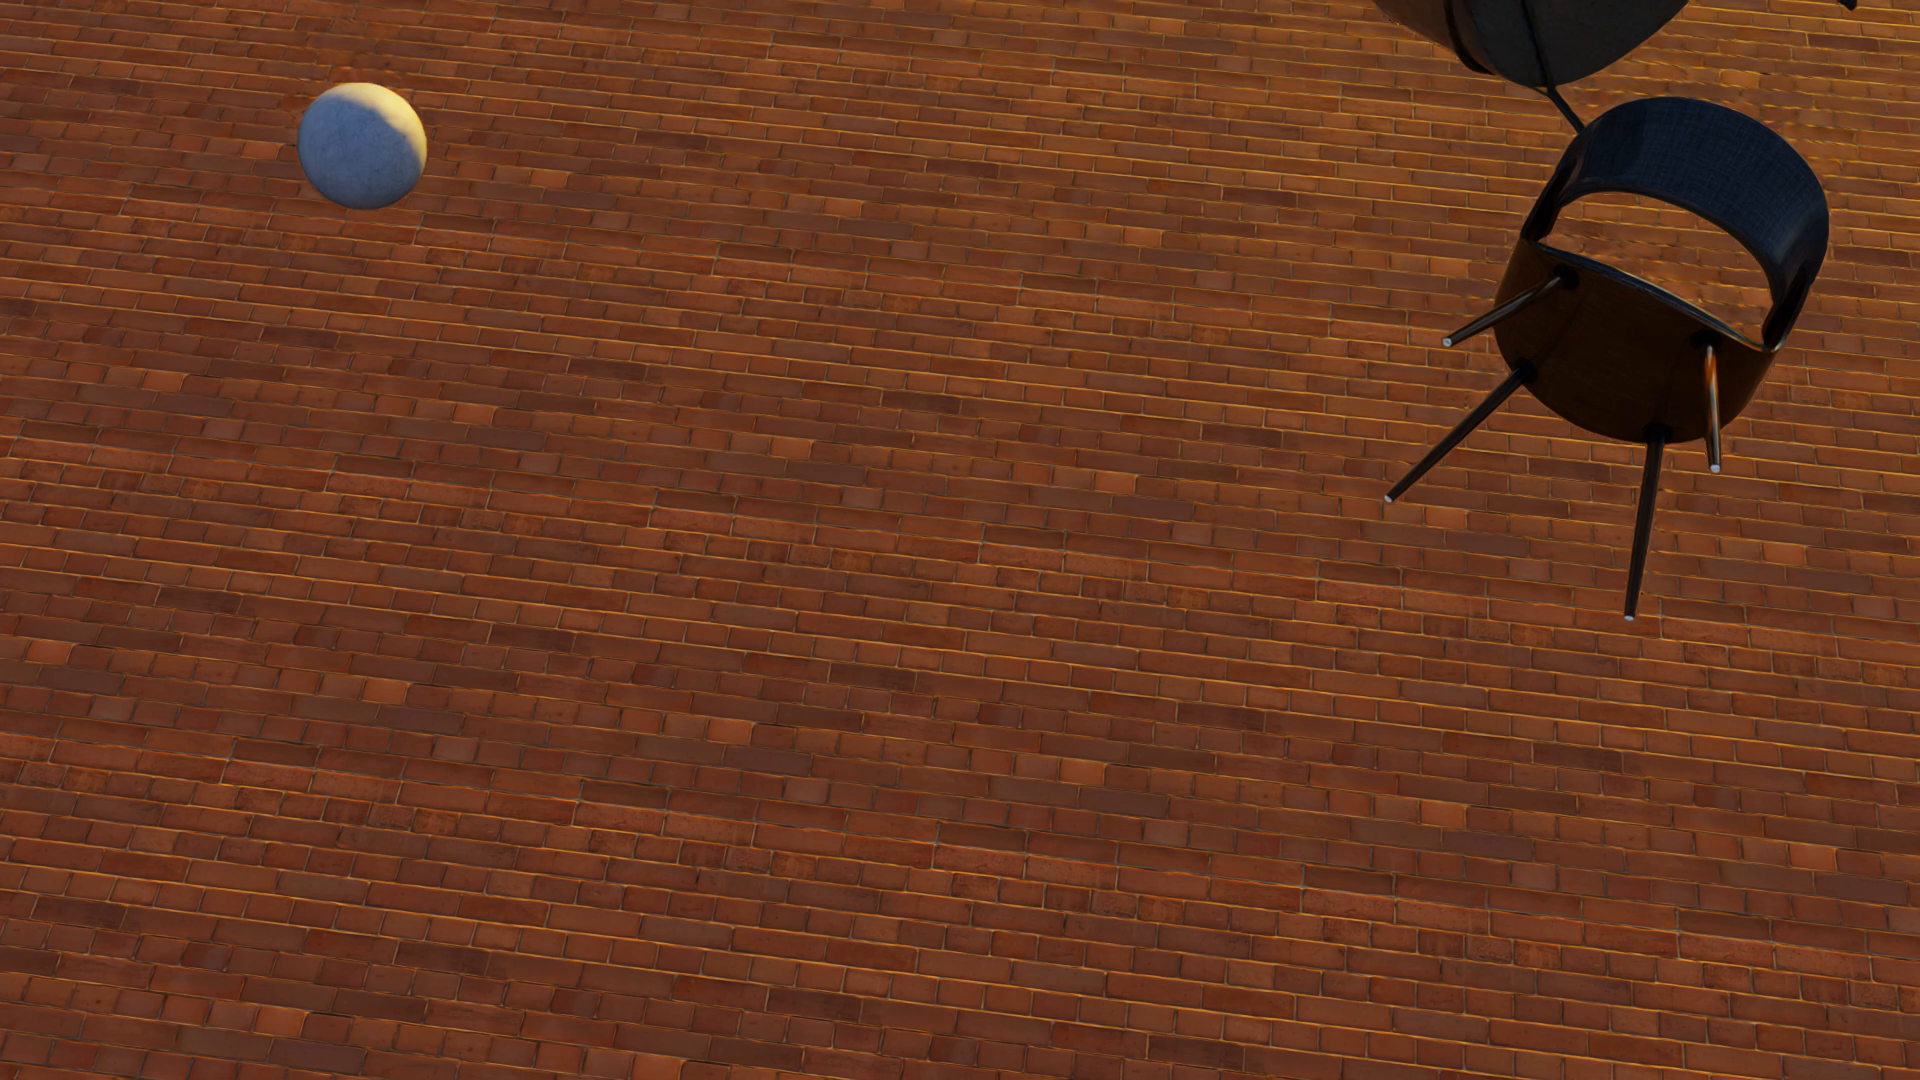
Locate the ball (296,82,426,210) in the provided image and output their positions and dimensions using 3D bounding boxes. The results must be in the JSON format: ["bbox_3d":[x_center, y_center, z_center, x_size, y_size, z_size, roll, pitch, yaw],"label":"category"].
[{"bbox_3d":[-1.123,-0.740,4.133,0.236,0.236,0.236,0,56,0],"label":"ball"}]
